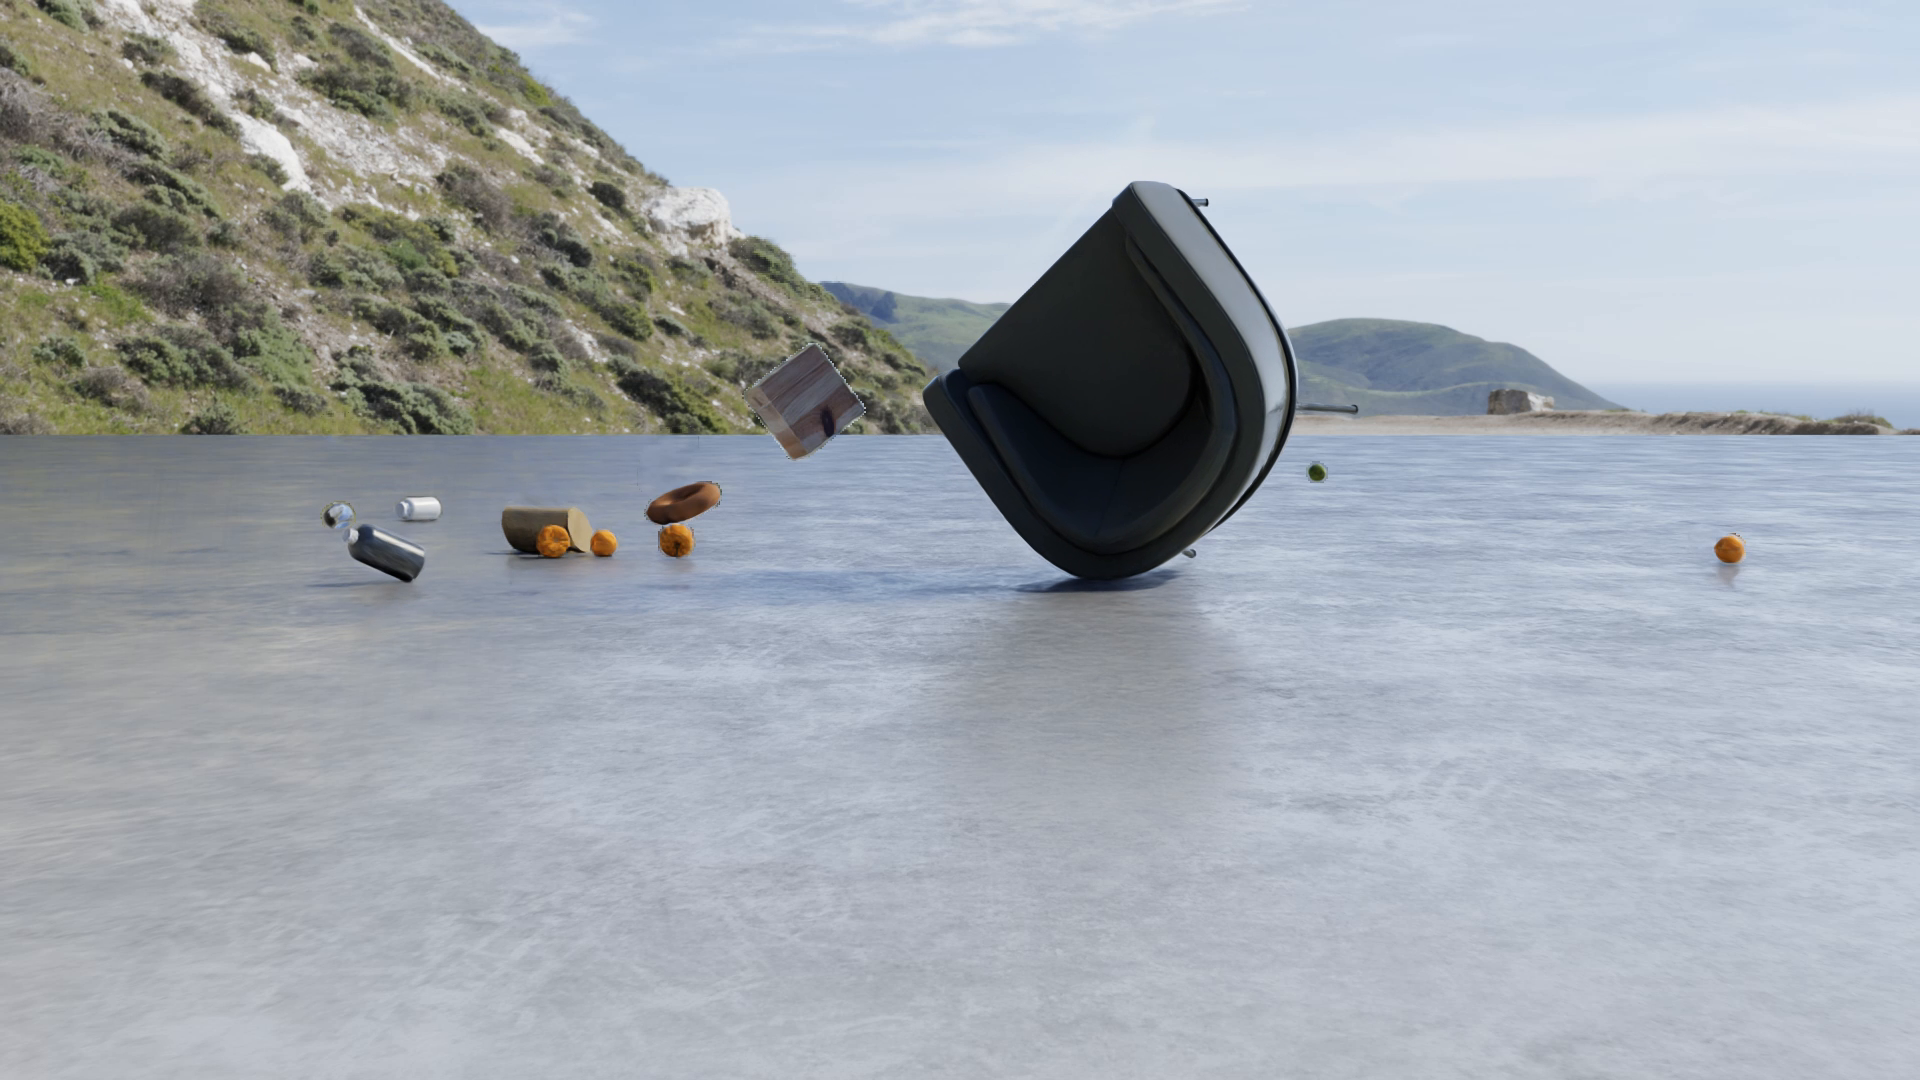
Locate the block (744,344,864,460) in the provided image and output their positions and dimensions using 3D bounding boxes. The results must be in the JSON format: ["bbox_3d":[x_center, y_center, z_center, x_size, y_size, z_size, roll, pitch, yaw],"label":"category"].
[{"bbox_3d":[-0.359,-0.316,5.058,0.165,0.190,0.161,-39,8,-16],"label":"block"}]

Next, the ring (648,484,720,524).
[{"bbox_3d":[-0.901,-0.119,7.163,0.259,0.065,0.172,-15,25,15],"label":"ring"}]

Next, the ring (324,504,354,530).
[{"bbox_3d":[-1.983,-0.074,7.018,0.090,0.057,0.138,-36,-5,-3],"label":"ring"}]

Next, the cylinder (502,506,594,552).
[{"bbox_3d":[-1.136,-0.030,6.055,0.201,0.098,0.170,1,-32,18],"label":"cylinder"}]
